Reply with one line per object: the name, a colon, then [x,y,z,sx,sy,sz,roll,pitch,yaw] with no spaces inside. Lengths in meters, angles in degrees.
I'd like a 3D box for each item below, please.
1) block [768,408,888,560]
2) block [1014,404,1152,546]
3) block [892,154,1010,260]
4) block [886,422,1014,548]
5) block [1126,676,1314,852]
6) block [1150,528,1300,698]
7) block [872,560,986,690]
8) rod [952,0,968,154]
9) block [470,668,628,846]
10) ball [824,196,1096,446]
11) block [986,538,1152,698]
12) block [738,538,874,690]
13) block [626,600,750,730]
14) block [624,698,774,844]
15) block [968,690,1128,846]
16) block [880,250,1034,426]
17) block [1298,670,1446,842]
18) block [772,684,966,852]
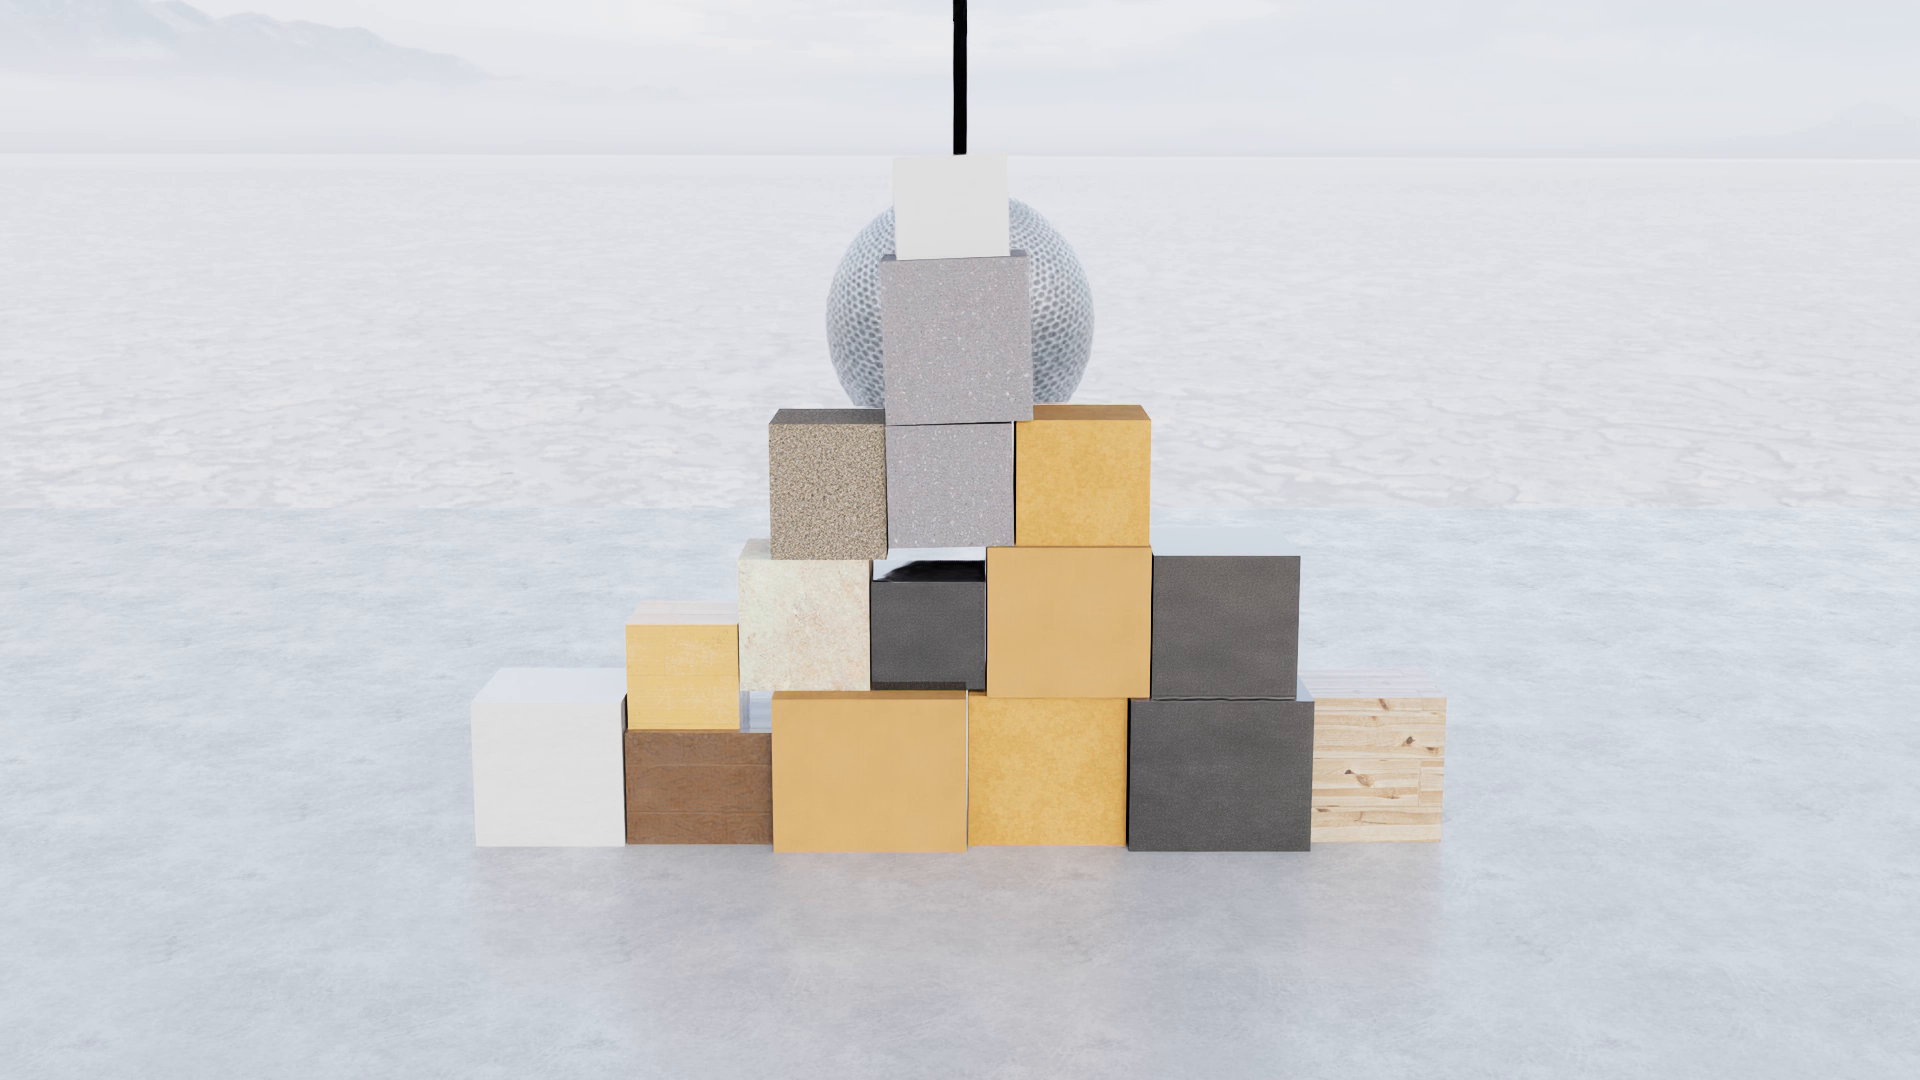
block: [-0.650,-0.292,11.146,0.574,0.676,0.649,0,10,0]
block: [0.606,-0.338,11.125,0.659,0.622,0.653,0,10,0]
block: [-0.050,-1.652,10.865,0.551,0.491,0.474,-2,10,-2]
block: [-0.049,-0.322,11.103,0.618,0.607,0.662,-1,10,0]
block: [1.299,1.094,11.385,0.907,0.775,0.933,0,10,0]
block: [1.311,0.360,11.241,0.719,0.721,0.795,0,10,0]
block: [-0.158,0.431,11.252,0.567,0.553,0.572,0,10,0]
rod: [0.000,-4.217,11.327,0.080,5.200,0.080,0,31,0]
block: [-2.063,1.111,11.373,0.749,0.745,0.739,0,10,0]
ball: [0.000,-1.289,13.054,1.600,1.600,1.600,0,10,0]
block: [0.539,0.340,11.248,0.806,0.755,0.792,0,10,0]
block: [-0.777,0.372,11.250,0.650,0.667,0.601,0,10,0]
block: [-1.391,0.636,11.308,0.560,0.540,0.569,0,10,0]
block: [-1.310,1.189,11.401,0.738,0.581,0.698,0,10,0]
block: [0.438,1.094,11.381,0.794,0.776,0.736,0,10,0]
block: [-0.014,-1.026,11.004,0.720,0.794,0.724,-2,10,0]
block: [2.100,1.106,11.376,0.676,0.753,0.607,0,10,0]
block: [-0.449,1.091,11.365,0.962,0.787,0.926,0,10,0]
